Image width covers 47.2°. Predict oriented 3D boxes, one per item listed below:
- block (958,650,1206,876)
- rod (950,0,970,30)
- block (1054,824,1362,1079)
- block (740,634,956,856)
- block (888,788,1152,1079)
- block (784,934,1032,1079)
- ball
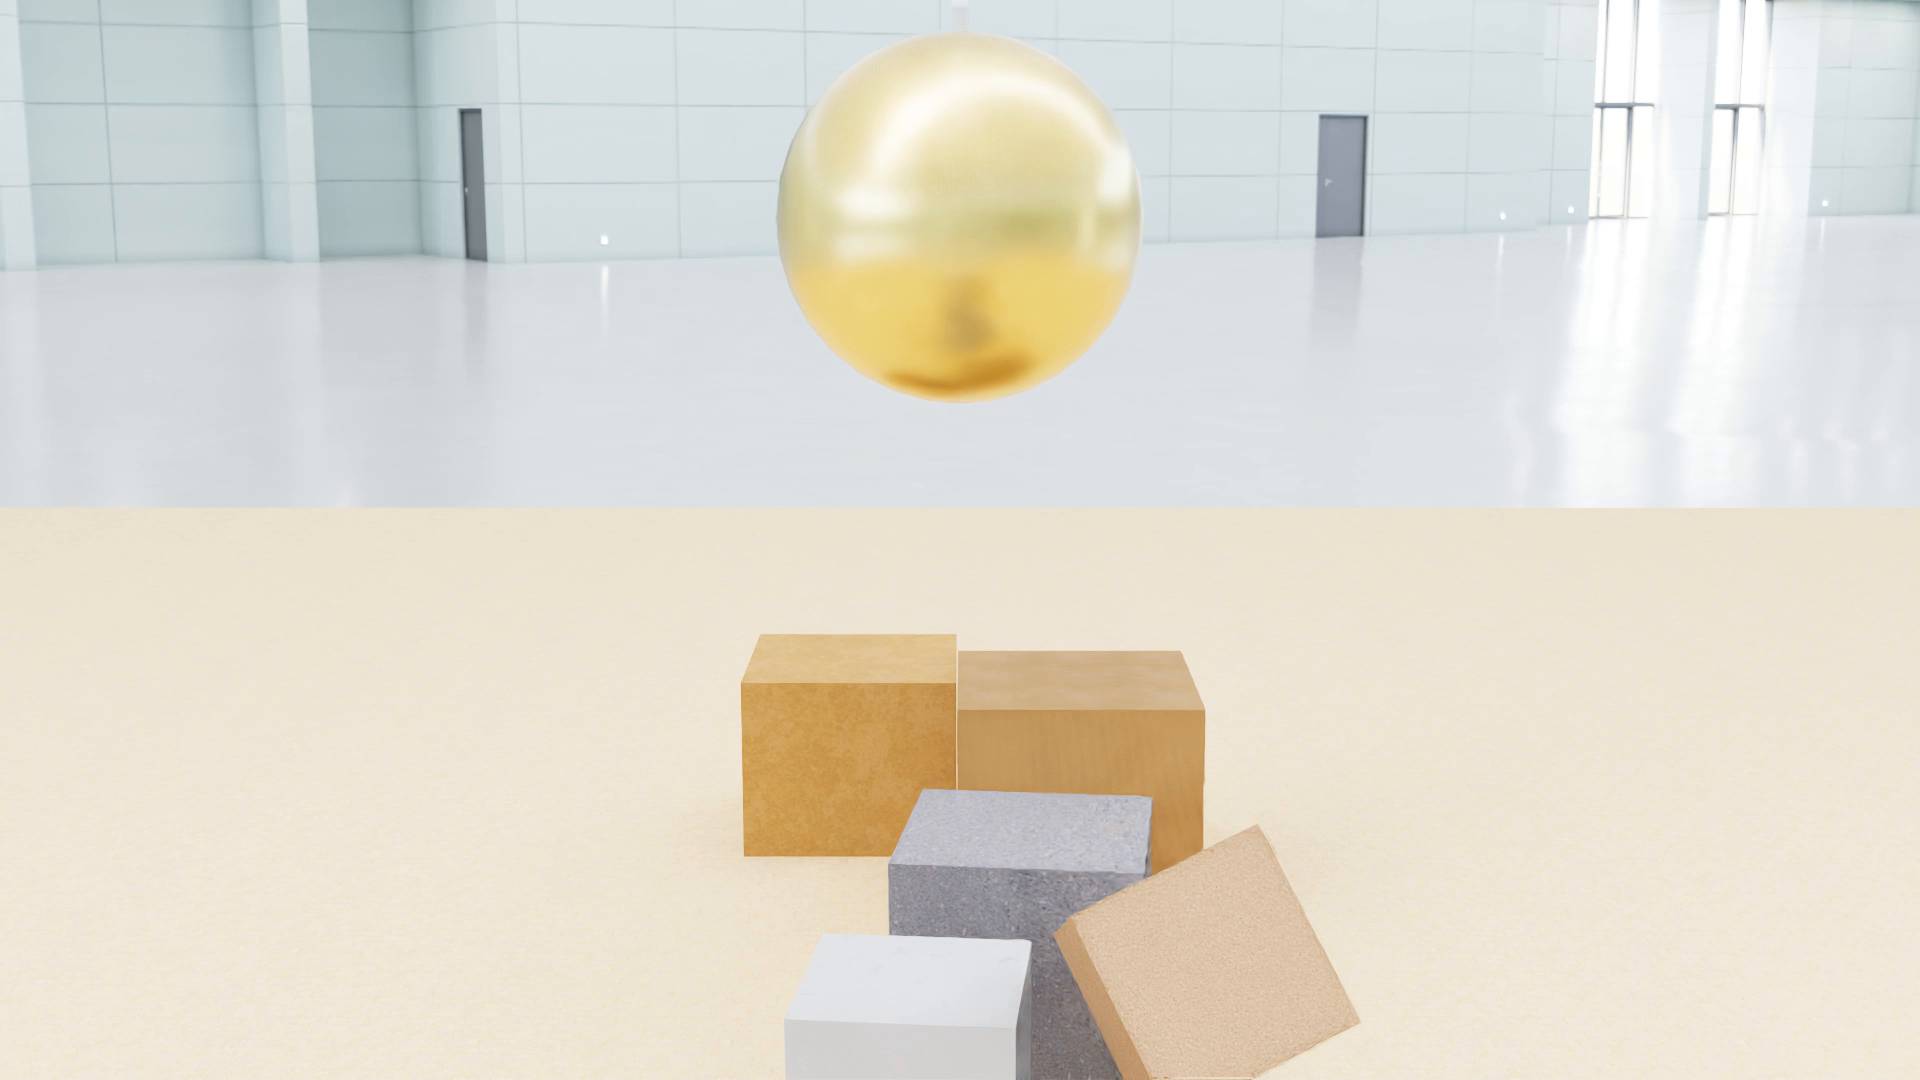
[{"bbox_3d":[0.530,1.160,10.216,1.082,1.062,1.131,0,10,0],"label":"block"},{"bbox_3d":[0.000,-4.792,9.715,0.080,5.200,0.080,0,-3,0],"label":"rod"},{"bbox_3d":[0.739,1.346,6.784,0.631,0.646,0.680,-25,-13,-8],"label":"block"},{"bbox_3d":[-0.546,1.039,11.371,1.055,0.887,1.078,0,10,0],"label":"block"},{"bbox_3d":[0.257,1.550,8.522,0.933,0.900,0.949,1,10,7],"label":"block"},{"bbox_3d":[-0.152,1.829,7.310,0.729,0.786,0.764,1,10,5],"label":"block"},{"bbox_3d":[0.000,-1.396,9.555,1.600,1.600,1.600,0,10,0],"label":"ball"}]
